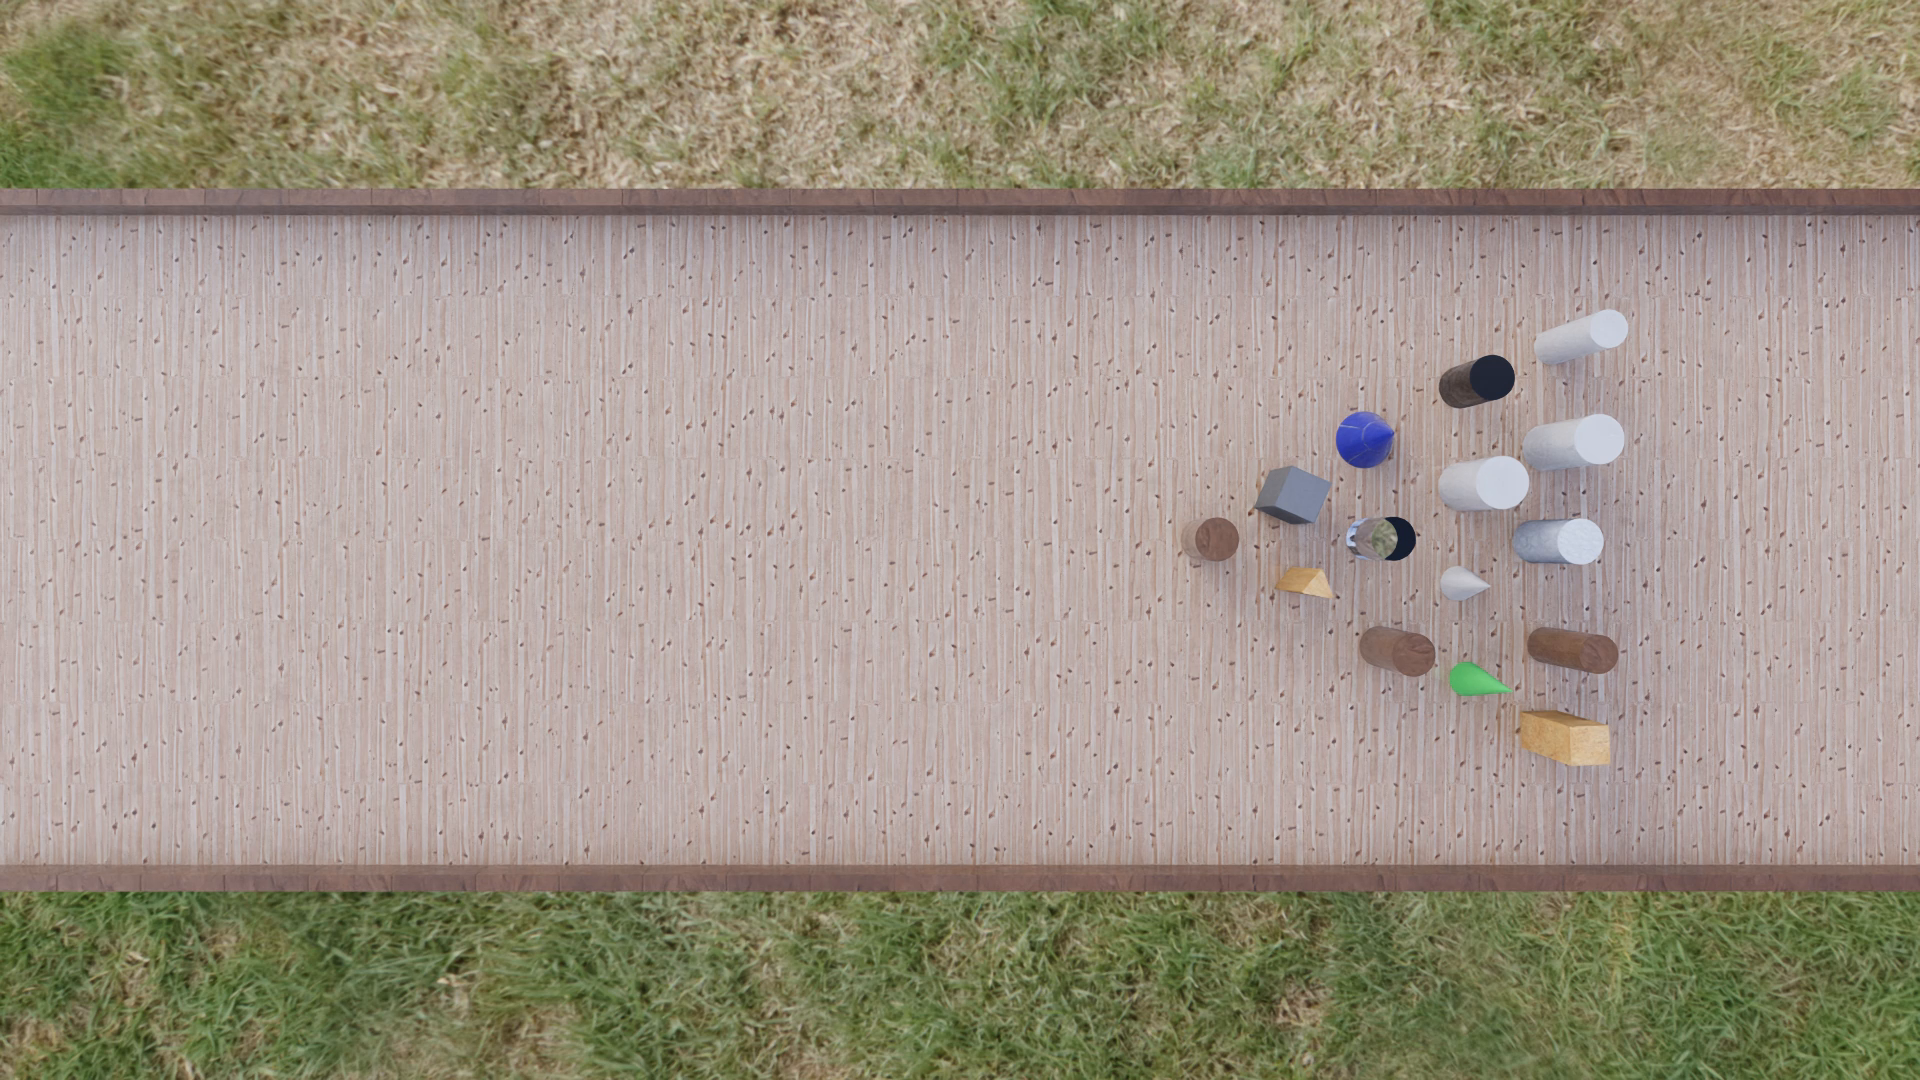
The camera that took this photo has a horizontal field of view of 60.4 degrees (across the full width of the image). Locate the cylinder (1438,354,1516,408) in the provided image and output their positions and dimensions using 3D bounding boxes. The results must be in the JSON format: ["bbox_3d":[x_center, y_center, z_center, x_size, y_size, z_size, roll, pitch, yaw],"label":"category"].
[{"bbox_3d":[1.539,-0.470,4.922,0.132,0.309,0.132,0,90,0],"label":"cylinder"}]

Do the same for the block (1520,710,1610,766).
[{"bbox_3d":[1.782,0.581,4.870,0.111,0.413,0.111,-2,90,0],"label":"block"}]

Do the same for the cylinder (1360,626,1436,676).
[{"bbox_3d":[1.291,0.327,4.885,0.125,0.384,0.125,0,90,0],"label":"cylinder"}]

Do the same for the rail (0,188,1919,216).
[{"bbox_3d":[-2.247,-1.025,5.002,12.000,0.150,0.050,0,90,0],"label":"rail"}]

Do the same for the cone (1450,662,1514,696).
[{"bbox_3d":[1.559,0.427,4.858,0.106,0.437,0.106,0,90,0],"label":"cone"}]

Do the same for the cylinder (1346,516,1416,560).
[{"bbox_3d":[1.253,-0.004,4.920,0.128,0.313,0.128,0,90,0],"label":"cylinder"}]

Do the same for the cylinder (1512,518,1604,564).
[{"bbox_3d":[1.766,0.004,4.885,0.131,0.383,0.131,0,90,0],"label":"cylinder"}]

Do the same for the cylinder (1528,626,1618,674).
[{"bbox_3d":[1.801,0.323,4.864,0.111,0.426,0.111,0,90,0],"label":"cylinder"}]

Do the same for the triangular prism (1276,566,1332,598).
[{"bbox_3d":[1.016,0.119,4.867,0.087,0.419,0.075,10,90,0],"label":"triangular prism"}]

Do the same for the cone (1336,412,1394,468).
[{"bbox_3d":[1.244,-0.309,4.898,0.176,0.357,0.176,0,90,0],"label":"cone"}]

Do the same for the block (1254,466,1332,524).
[{"bbox_3d":[0.987,-0.131,4.907,0.126,0.338,0.126,24,90,0],"label":"block"}]

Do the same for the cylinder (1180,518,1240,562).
[{"bbox_3d":[0.743,-0.002,4.921,0.128,0.311,0.128,0,90,0],"label":"cylinder"}]

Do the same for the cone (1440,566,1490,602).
[{"bbox_3d":[1.533,0.134,4.917,0.109,0.320,0.109,0,90,0],"label":"cone"}]

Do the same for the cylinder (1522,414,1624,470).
[{"bbox_3d":[1.802,-0.284,4.862,0.142,0.429,0.142,0,90,0],"label":"cylinder"}]

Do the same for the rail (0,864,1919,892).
[{"bbox_3d":[-2.247,1.025,5.001,12.000,0.150,0.050,0,90,0],"label":"rail"}]

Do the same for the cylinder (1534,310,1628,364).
[{"bbox_3d":[1.821,-0.593,4.853,0.109,0.447,0.109,0,90,0],"label":"cylinder"}]

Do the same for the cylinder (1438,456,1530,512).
[{"bbox_3d":[1.548,-0.165,4.892,0.153,0.369,0.153,0,90,0],"label":"cylinder"}]
